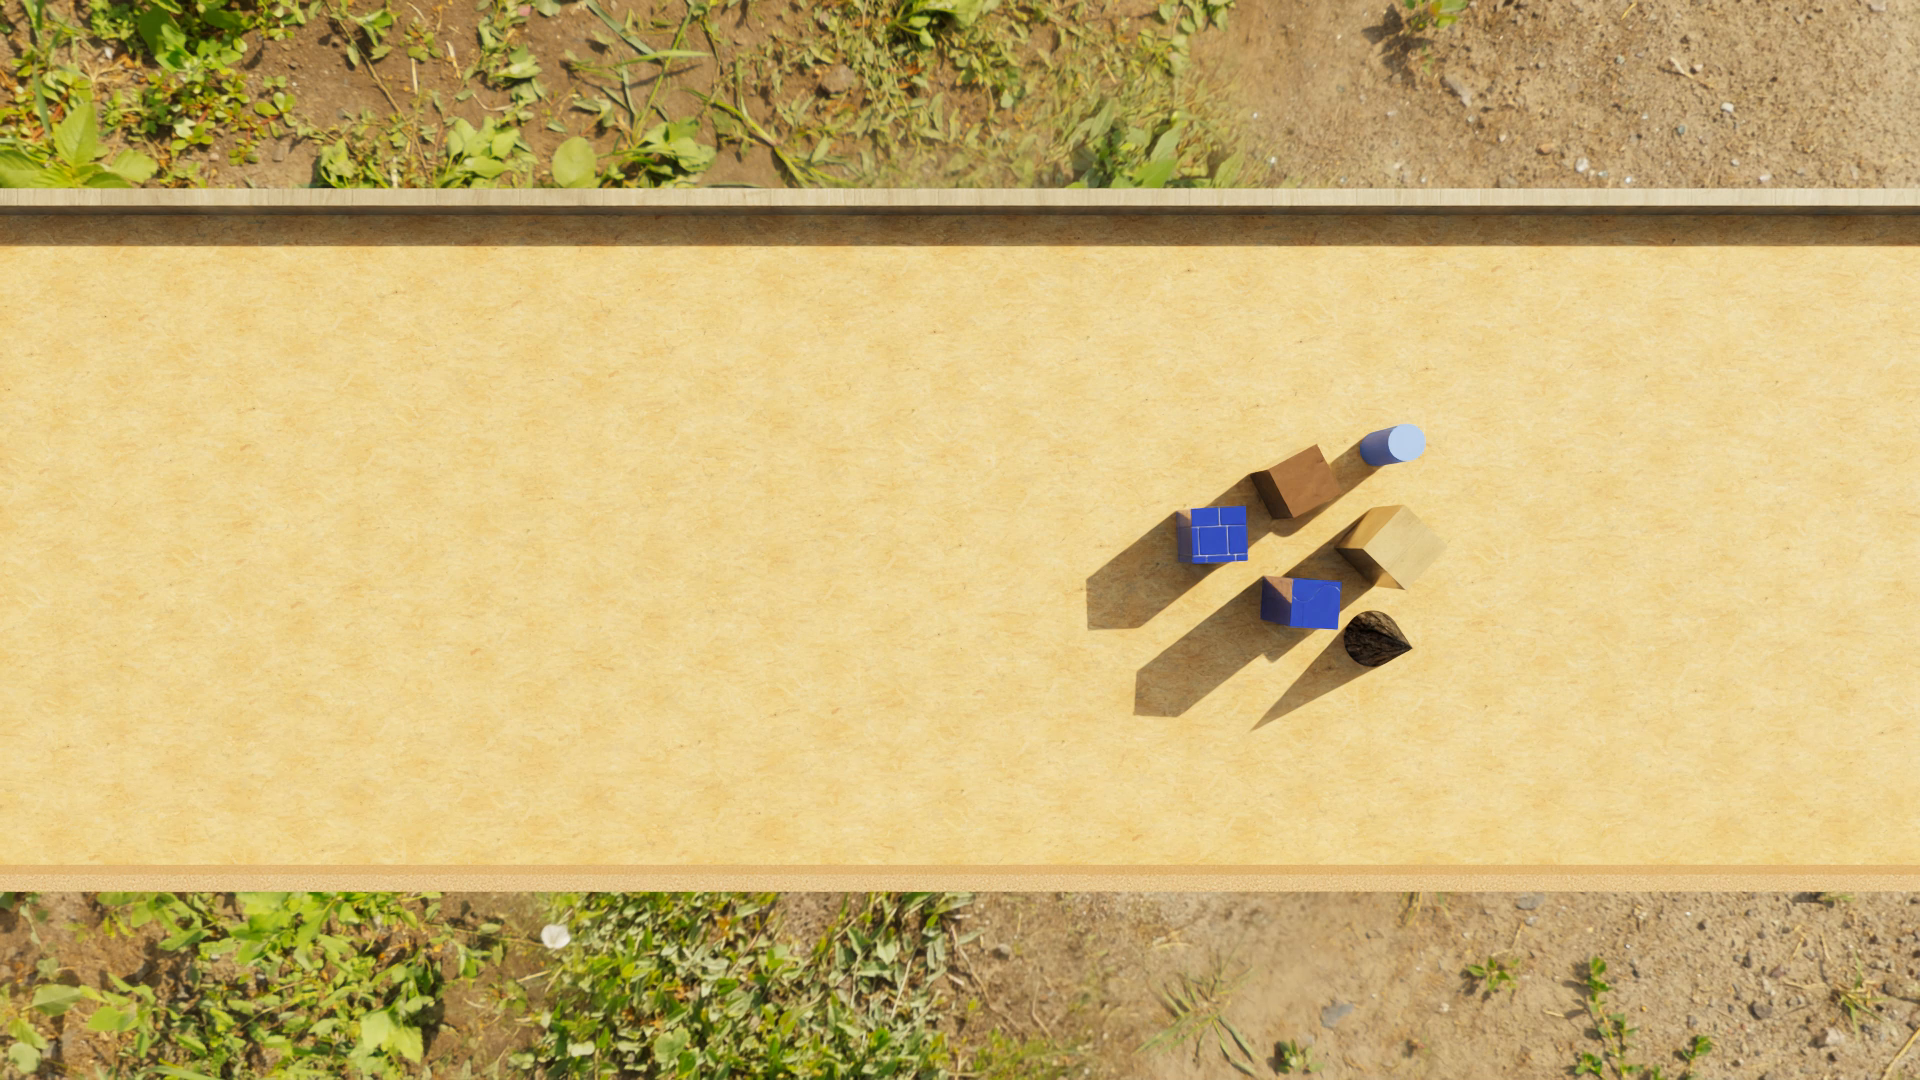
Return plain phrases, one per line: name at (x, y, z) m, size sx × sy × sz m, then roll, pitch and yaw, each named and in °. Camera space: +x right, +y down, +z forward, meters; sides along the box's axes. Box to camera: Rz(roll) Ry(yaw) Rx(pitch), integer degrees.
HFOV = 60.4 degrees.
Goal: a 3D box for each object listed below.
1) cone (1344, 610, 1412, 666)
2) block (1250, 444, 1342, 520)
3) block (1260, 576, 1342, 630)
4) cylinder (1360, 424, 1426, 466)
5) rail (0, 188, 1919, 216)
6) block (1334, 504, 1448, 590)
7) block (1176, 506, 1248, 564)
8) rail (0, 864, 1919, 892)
cone at (1.269, 0.303, 4.848) m, size 0.174 × 0.457 × 0.174 m, roll 0°, pitch 90°, yaw 0°
block at (0.996, -0.171, 4.917) m, size 0.159 × 0.318 × 0.159 m, roll -28°, pitch 90°, yaw 0°
block at (0.996, 0.180, 4.847) m, size 0.135 × 0.459 × 0.135 m, roll 4°, pitch 90°, yaw 0°
cylinder at (1.284, -0.280, 4.907) m, size 0.108 × 0.338 × 0.108 m, roll 0°, pitch 90°, yaw 0°
rail at (-2.247, -1.025, 5.002) m, size 12.000 × 0.150 × 0.050 m, roll 0°, pitch 90°, yaw 0°
block at (1.272, 0.021, 4.892) m, size 0.173 × 0.368 × 0.173 m, roll 44°, pitch 90°, yaw 0°
block at (0.747, -0.015, 4.913) m, size 0.158 × 0.328 × 0.158 m, roll -2°, pitch 90°, yaw 0°
rail at (-2.247, 1.025, 5.001) m, size 12.000 × 0.150 × 0.050 m, roll 0°, pitch 90°, yaw 0°
